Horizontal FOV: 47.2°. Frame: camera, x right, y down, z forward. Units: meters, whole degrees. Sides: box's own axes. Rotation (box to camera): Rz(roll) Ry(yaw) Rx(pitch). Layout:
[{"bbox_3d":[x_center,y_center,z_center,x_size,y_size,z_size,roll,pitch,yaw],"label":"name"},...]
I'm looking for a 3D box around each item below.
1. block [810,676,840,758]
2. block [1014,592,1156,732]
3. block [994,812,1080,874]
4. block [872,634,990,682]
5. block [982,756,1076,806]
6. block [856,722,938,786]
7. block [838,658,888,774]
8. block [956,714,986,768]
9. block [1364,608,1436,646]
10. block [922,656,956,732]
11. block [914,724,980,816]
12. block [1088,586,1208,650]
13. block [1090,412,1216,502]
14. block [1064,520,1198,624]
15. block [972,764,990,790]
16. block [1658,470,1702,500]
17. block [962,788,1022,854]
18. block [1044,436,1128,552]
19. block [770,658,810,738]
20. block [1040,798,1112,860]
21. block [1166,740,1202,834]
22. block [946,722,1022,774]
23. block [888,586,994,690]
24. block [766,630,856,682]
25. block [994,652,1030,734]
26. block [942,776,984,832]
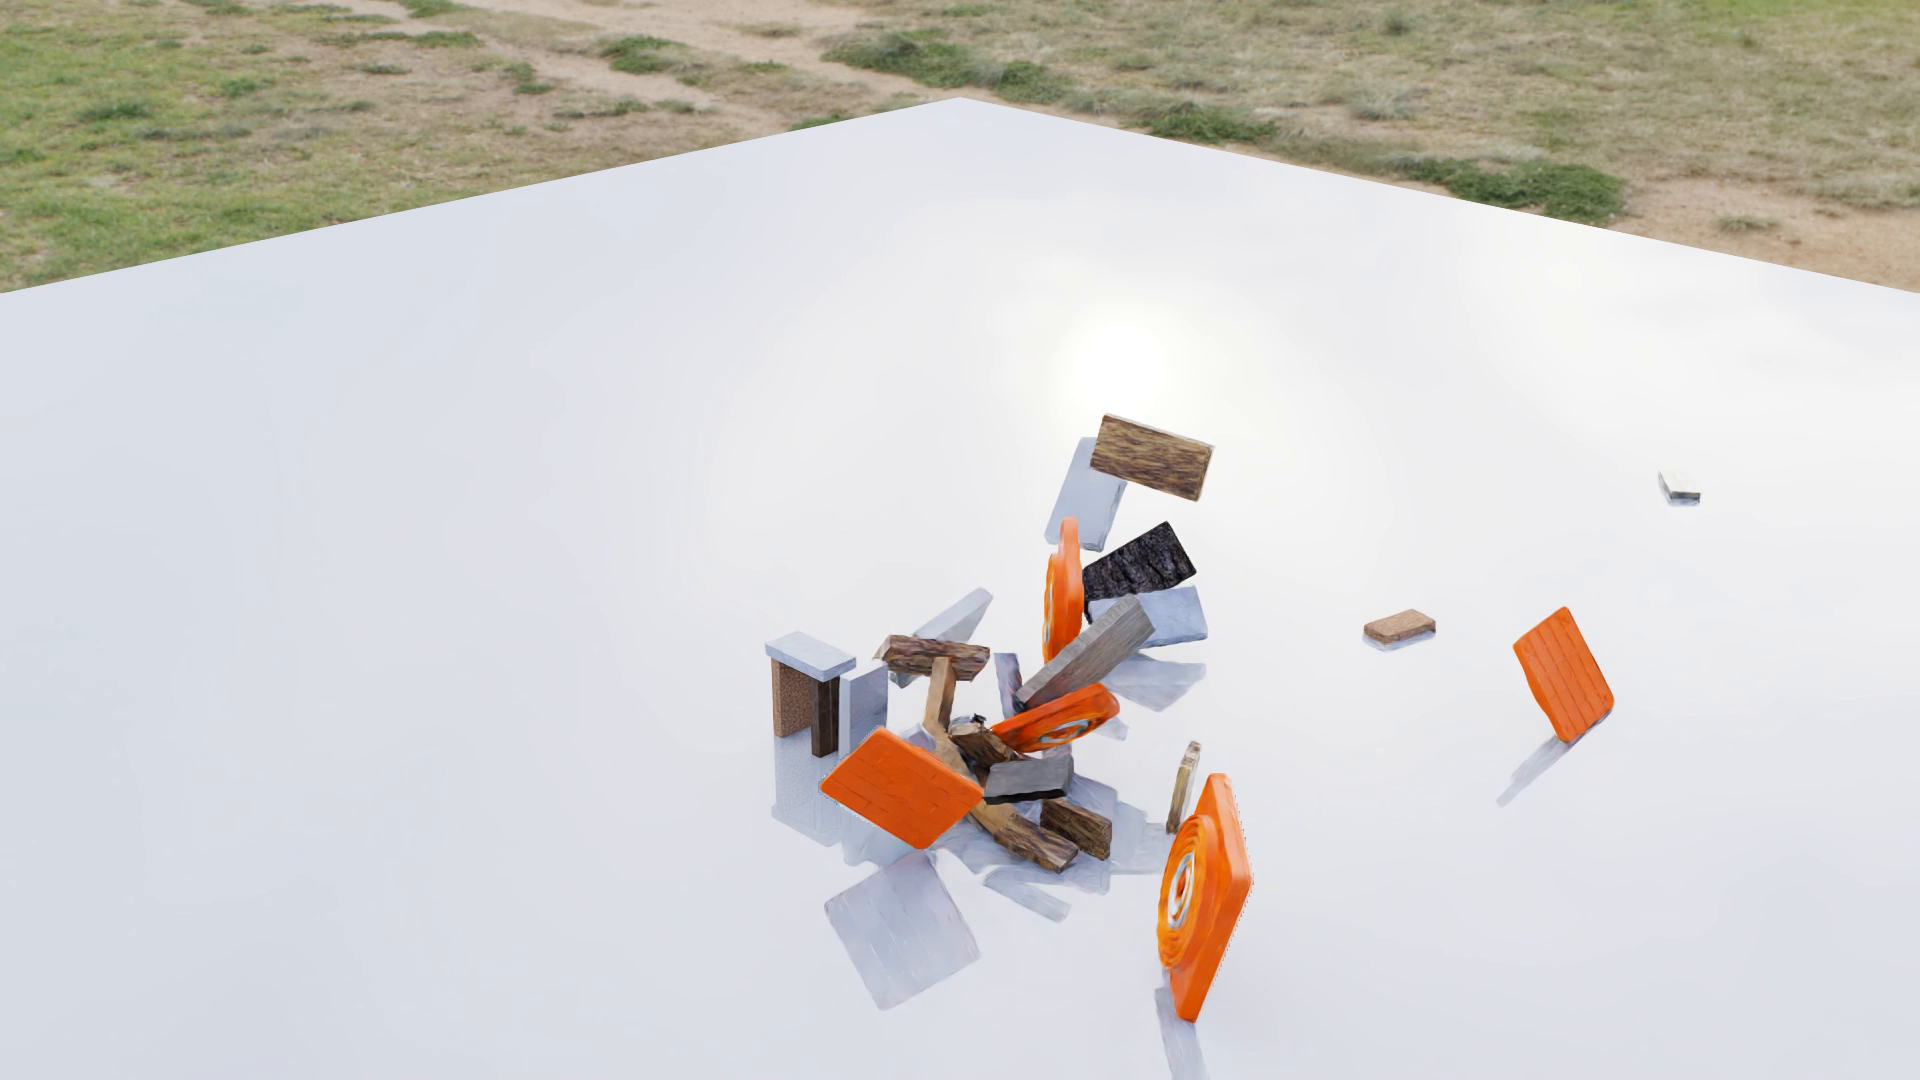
[{"bbox_3d":[-0.274,0.361,4.671,0.026,0.186,0.093,21,31,41],"label":"block"},{"bbox_3d":[0.266,0.259,4.668,0.325,0.128,0.036,-41,52,-6],"label":"block"},{"bbox_3d":[0.149,0.591,4.286,0.148,0.021,0.074,25,40,21],"label":"block"},{"bbox_3d":[-0.061,0.250,4.652,0.222,0.111,0.031,8,59,-18],"label":"block"},{"bbox_3d":[0.135,0.471,4.312,0.172,0.024,0.086,-10,40,26],"label":"block"},{"bbox_3d":[-0.126,0.432,4.438,0.148,0.074,0.021,-33,44,8],"label":"block"},{"bbox_3d":[-0.202,0.369,4.605,0.031,0.222,0.111,22,32,37],"label":"block"},{"bbox_3d":[0.014,0.442,4.606,0.024,0.086,0.171,16,26,9],"label":"block"},{"bbox_3d":[1.049,0.207,5.245,0.161,0.023,0.081,-15,27,-31],"label":"block"},{"bbox_3d":[-0.047,0.368,4.602,0.031,0.111,0.222,4,62,12],"label":"block"},{"bbox_3d":[-0.034,0.468,4.476,0.085,0.024,0.171,-24,69,-17],"label":"block"},{"bbox_3d":[0.440,0.188,5.142,0.256,0.036,0.128,-8,58,-6],"label":"block"},{"bbox_3d":[0.428,-0.185,4.903,0.256,0.128,0.036,18,18,13],"label":"block"},{"bbox_3d":[0.406,0.086,5.229,0.283,0.142,0.040,-30,-11,4],"label":"block"},{"bbox_3d":[0.059,0.502,4.511,0.016,0.055,0.111,-43,25,7],"label":"block"},{"bbox_3d":[1.993,-0.153,6.092,0.081,0.023,0.161,2,23,4],"label":"block"},{"bbox_3d":[0.082,0.554,4.359,0.074,0.021,0.148,-21,52,-40],"label":"block"},{"bbox_3d":[0.314,-0.111,5.263,0.142,0.040,0.283,9,64,27],"label":"block"},{"bbox_3d":[-0.362,0.327,4.752,0.026,0.186,0.093,21,31,41],"label":"block"},{"bbox_3d":[0.228,0.564,4.329,0.161,0.081,0.023,20,29,39],"label":"block"},{"bbox_3d":[0.444,0.491,4.365,0.024,0.172,0.086,17,37,14],"label":"block"},{"bbox_3d":[0.060,0.435,4.502,0.086,0.172,0.024,-12,45,43],"label":"block"},{"bbox_3d":[-0.040,0.213,4.835,0.040,0.142,0.283,38,35,14],"label":"block"},{"bbox_3d":[-0.318,0.246,4.670,0.186,0.026,0.093,21,31,41],"label":"block"},{"bbox_3d":[0.110,0.324,4.653,0.024,0.171,0.085,-12,-8,20],"label":"block"},{"bbox_3d":[0.022,0.528,4.419,0.111,0.016,0.055,47,45,15],"label":"block"}]
